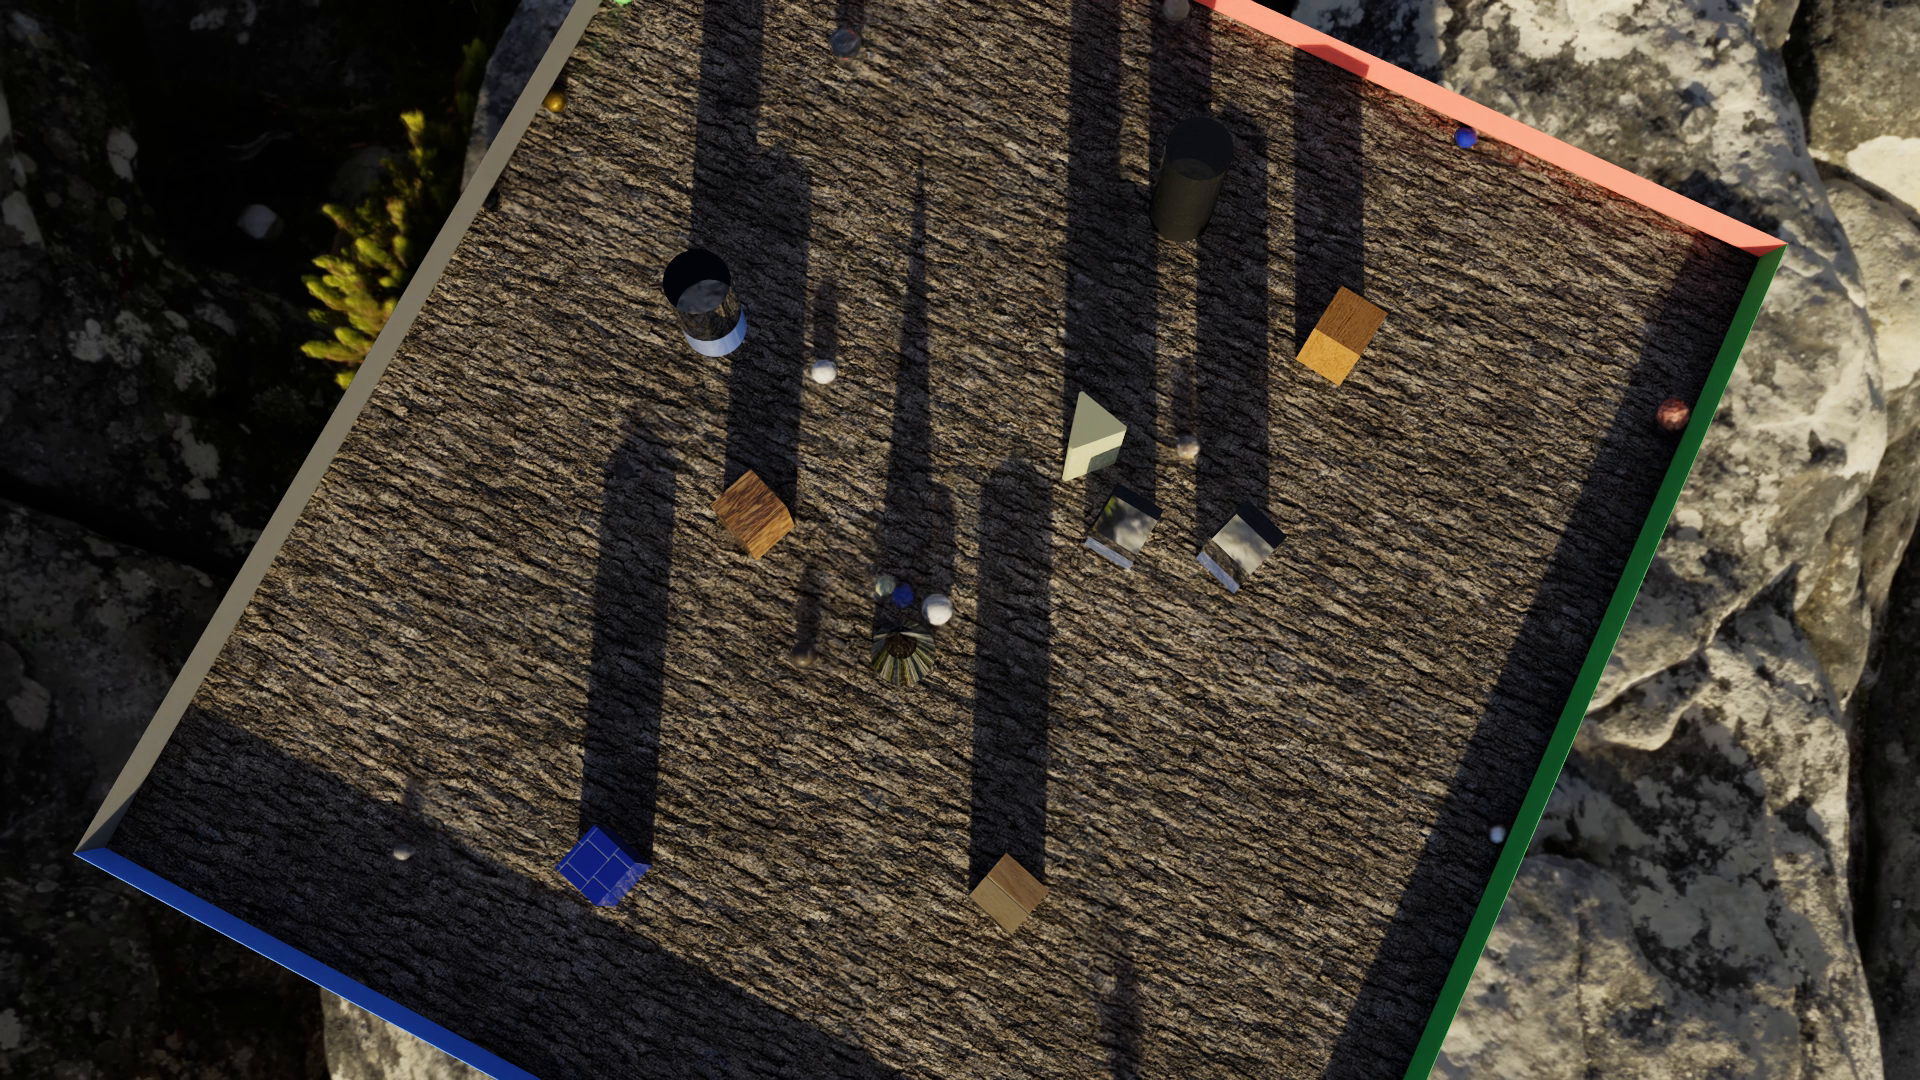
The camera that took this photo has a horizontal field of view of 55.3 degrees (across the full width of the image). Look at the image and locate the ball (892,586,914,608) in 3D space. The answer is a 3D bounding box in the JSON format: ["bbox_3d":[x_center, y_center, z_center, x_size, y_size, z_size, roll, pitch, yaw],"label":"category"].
[{"bbox_3d":[-0.171,0.170,5.548,0.066,0.066,0.066,0,78,0],"label":"ball"}]

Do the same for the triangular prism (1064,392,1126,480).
[{"bbox_3d":[0.375,-0.321,5.482,0.172,0.394,0.149,-19,79,-4],"label":"triangular prism"}]

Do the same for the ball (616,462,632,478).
[{"bbox_3d":[-1.032,-0.214,5.634,0.052,0.052,0.052,0,78,0],"label":"ball"}]

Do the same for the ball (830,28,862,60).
[{"bbox_3d":[-0.368,-1.597,5.897,0.099,0.099,0.099,0,78,0],"label":"ball"}]

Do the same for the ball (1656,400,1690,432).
[{"bbox_3d":[2.197,-0.384,5.646,0.098,0.098,0.098,0,78,0],"label":"ball"}]

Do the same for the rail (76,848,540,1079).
[{"bbox_3d":[-0.875,1.721,5.193,3.755,0.129,0.045,26,80,5],"label":"rail"}]

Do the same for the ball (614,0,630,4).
[{"bbox_3d":[-1.095,-1.780,5.945,0.080,0.080,0.080,0,78,0],"label":"ball"}]

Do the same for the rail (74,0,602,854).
[{"bbox_3d":[-1.658,-0.805,5.716,0.045,0.129,3.962,26,80,5],"label":"rail"}]

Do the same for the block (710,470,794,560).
[{"bbox_3d":[-0.620,-0.073,5.497,0.159,0.264,0.159,-43,81,-8],"label":"block"}]

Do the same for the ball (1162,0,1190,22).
[{"bbox_3d":[0.699,-1.719,5.927,0.090,0.090,0.090,0,78,0],"label":"ball"}]

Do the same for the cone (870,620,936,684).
[{"bbox_3d":[-0.173,0.299,5.354,0.199,0.393,0.199,0,78,0],"label":"cone"}]

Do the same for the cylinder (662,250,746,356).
[{"bbox_3d":[-0.769,-0.713,5.553,0.199,0.414,0.199,0,78,0],"label":"cylinder"}]

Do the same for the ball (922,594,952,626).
[{"bbox_3d":[-0.069,0.210,5.525,0.094,0.094,0.094,0,78,0],"label":"ball"}]

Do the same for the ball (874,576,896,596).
[{"bbox_3d":[-0.227,0.138,5.556,0.063,0.063,0.063,0,78,0],"label":"ball"}]

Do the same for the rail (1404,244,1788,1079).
[{"bbox_3d":[1.658,0.819,5.380,0.045,0.129,3.962,26,80,5],"label":"rail"}]

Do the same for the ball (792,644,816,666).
[{"bbox_3d":[-0.468,0.346,5.509,0.071,0.071,0.071,0,78,0],"label":"ball"}]

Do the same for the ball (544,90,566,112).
[{"bbox_3d":[-1.298,-1.405,5.872,0.069,0.069,0.069,0,78,0],"label":"ball"}]

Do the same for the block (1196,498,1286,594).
[{"bbox_3d":[0.833,0.022,5.449,0.159,0.319,0.159,44,82,8],"label":"block"}]

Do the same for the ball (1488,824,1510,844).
[{"bbox_3d":[1.589,0.866,5.406,0.061,0.061,0.061,0,78,0],"label":"ball"}]

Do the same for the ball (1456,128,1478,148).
[{"bbox_3d":[1.617,-1.284,5.849,0.066,0.066,0.066,0,78,0],"label":"ball"}]

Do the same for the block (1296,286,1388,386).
[{"bbox_3d":[1.160,-0.620,5.587,0.159,0.309,0.159,33,80,6],"label":"block"}]

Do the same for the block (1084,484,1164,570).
[{"bbox_3d":[0.490,-0.038,5.497,0.159,0.249,0.159,31,80,6],"label":"block"}]

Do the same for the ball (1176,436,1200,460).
[{"bbox_3d":[0.700,-0.285,5.639,0.072,0.072,0.072,0,78,0],"label":"ball"}]

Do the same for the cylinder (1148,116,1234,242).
[{"bbox_3d":[0.700,-1.092,5.589,0.199,0.497,0.199,0,78,0],"label":"cylinder"}]

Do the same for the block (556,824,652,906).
[{"bbox_3d":[-1.023,0.940,5.276,0.159,0.285,0.159,41,81,8],"label":"block"}]

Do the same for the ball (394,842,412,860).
[{"bbox_3d":[-1.642,0.918,5.399,0.053,0.053,0.053,0,78,0],"label":"ball"}]

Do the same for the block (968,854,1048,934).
[{"bbox_3d":[0.137,1.016,5.261,0.159,0.285,0.159,41,81,8],"label":"block"}]

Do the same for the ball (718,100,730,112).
[{"bbox_3d":[-0.758,-1.395,5.885,0.040,0.040,0.040,0,78,0],"label":"ball"}]

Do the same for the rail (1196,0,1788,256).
[{"bbox_3d":[0.875,-1.708,5.903,3.755,0.129,0.045,26,80,5],"label":"rail"}]

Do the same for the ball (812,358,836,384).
[{"bbox_3d":[-0.422,-0.523,5.685,0.078,0.078,0.078,0,78,0],"label":"ball"}]

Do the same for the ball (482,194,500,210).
[{"bbox_3d":[-1.488,-1.070,5.812,0.051,0.051,0.051,0,78,0],"label":"ball"}]
